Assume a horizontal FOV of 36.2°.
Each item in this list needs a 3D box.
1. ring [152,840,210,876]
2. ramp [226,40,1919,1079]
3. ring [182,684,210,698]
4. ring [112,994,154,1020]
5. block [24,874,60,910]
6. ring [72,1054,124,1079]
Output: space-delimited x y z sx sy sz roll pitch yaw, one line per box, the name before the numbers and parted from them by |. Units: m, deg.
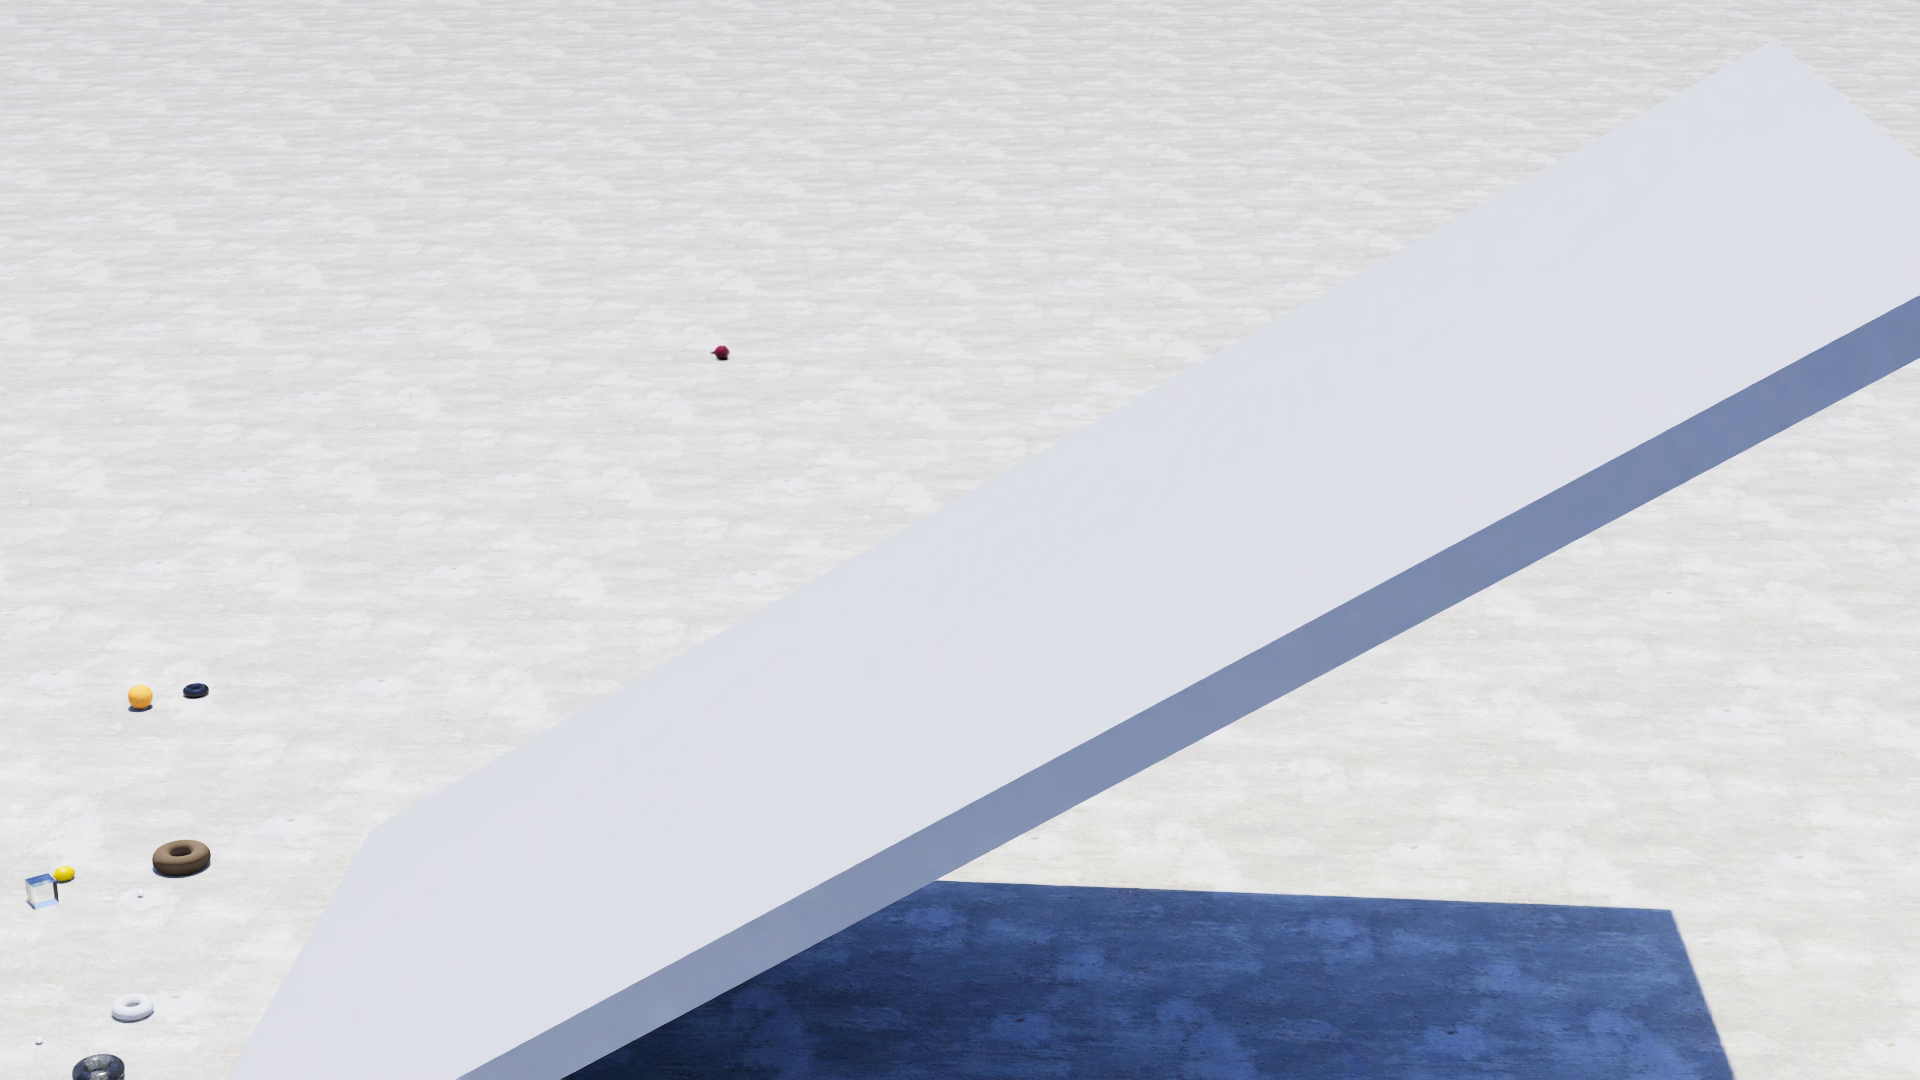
ring | -2.020 0.824 7.633 0.148 0.049 0.148 0 20 0
ramp | 0.141 0.169 6.288 4.000 0.100 2.000 -29 15 13
ring | -2.272 0.447 8.747 0.077 0.026 0.077 0 18 0
ring | -1.937 1.094 6.885 0.098 0.033 0.098 1 20 0
block | -2.320 0.888 7.432 0.061 0.061 0.061 -13 23 -34
ring | -1.932 1.191 6.597 0.116 0.039 0.116 -1 19 0
